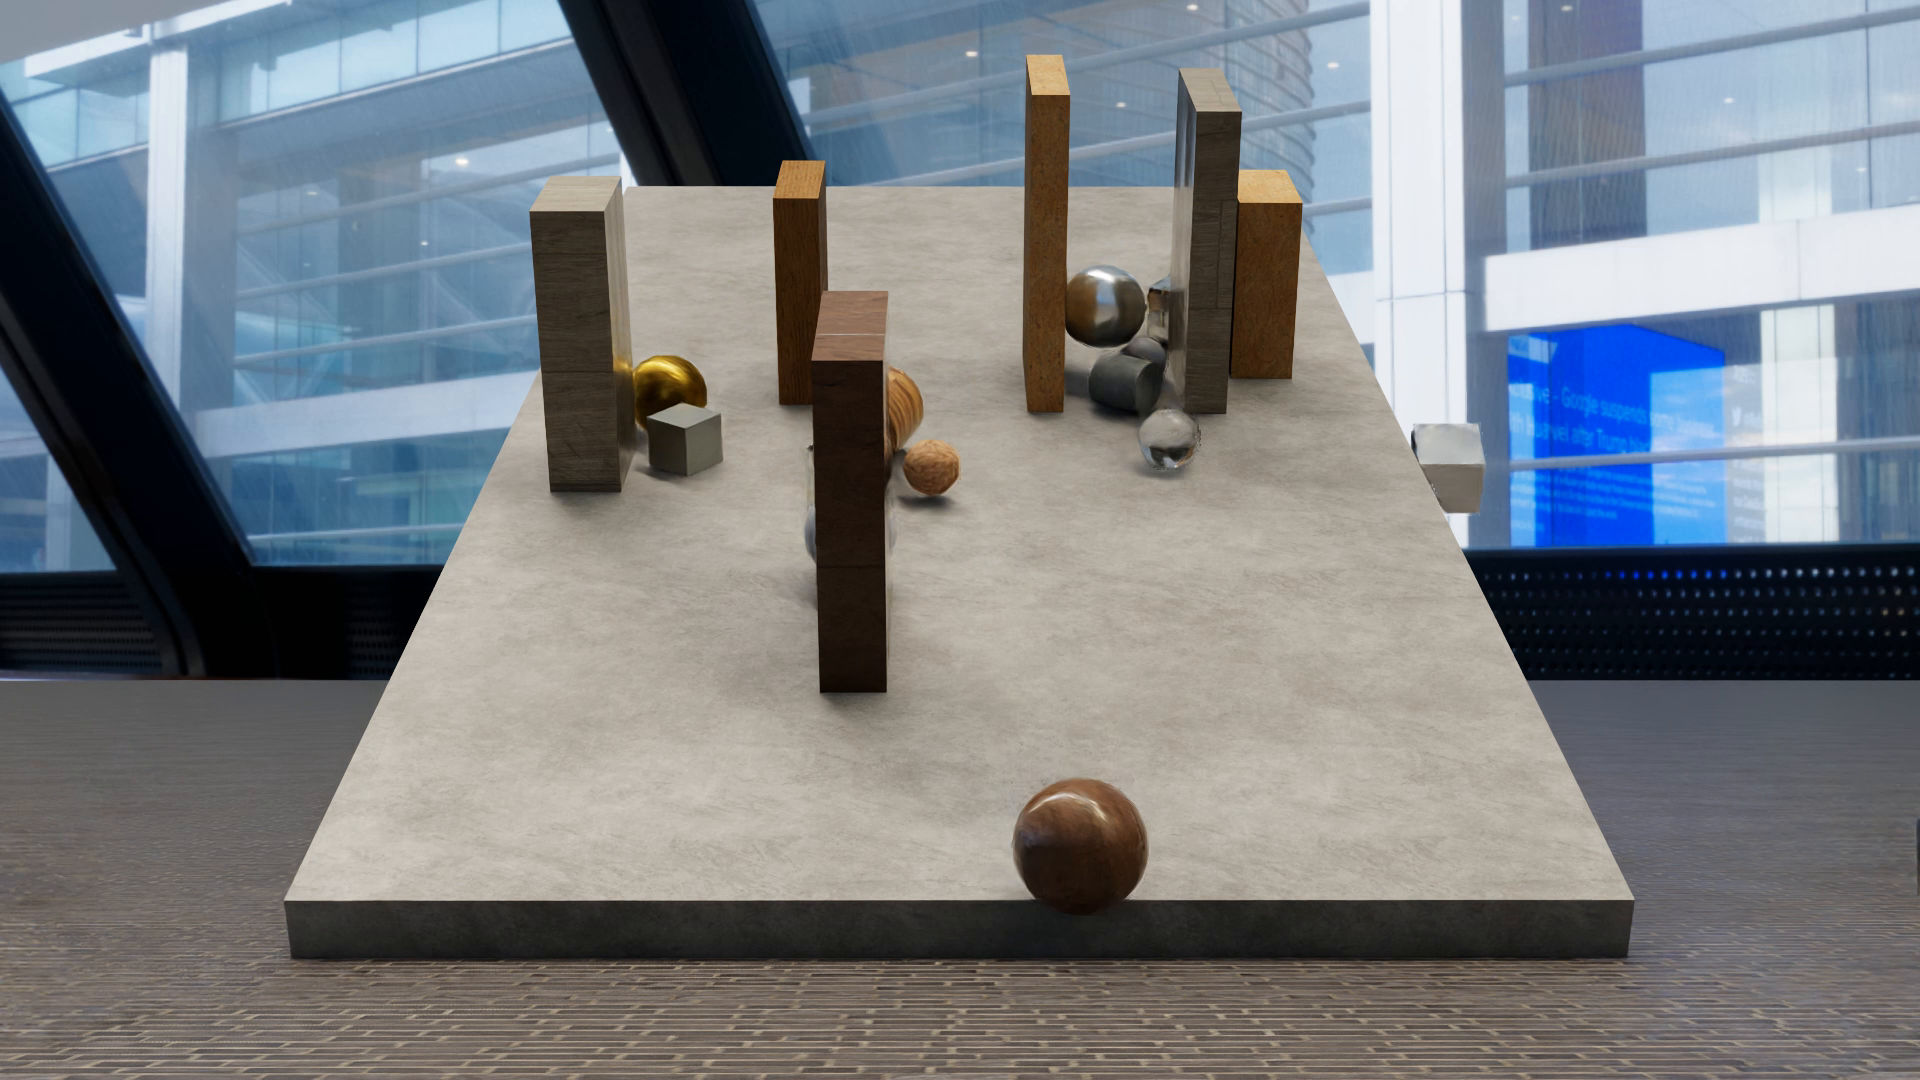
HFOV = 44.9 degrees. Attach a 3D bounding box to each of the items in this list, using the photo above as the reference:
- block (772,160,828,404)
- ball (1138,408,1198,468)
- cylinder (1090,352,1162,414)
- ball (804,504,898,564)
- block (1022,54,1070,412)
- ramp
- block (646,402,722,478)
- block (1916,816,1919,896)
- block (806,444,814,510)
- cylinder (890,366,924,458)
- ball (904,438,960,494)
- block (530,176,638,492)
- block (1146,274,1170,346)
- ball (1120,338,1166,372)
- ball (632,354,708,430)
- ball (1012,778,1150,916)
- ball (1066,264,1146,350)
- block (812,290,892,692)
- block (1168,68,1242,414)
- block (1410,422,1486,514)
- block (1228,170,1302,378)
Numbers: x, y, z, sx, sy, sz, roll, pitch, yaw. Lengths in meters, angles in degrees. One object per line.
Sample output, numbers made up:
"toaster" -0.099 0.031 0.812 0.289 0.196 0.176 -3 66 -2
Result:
"block" -0.367 -0.602 5.407 0.101 0.488 0.329 0 24 0
"ball" 0.448 -0.218 4.987 0.129 0.129 0.129 0 -3 0
"cylinder" 0.379 -0.360 5.318 0.121 0.121 0.121 16 6 33
"ball" -0.209 -0.015 4.429 0.180 0.180 0.180 0 -3 0
"block" 0.195 -0.709 5.352 0.083 0.731 0.407 0 24 0
"ramp" -0.008 -0.228 5.289 2.000 0.100 4.000 0 24 0
"block" -0.592 -0.216 4.995 0.112 0.112 0.112 17 29 33
"block" 1.927 0.602 4.400 0.151 0.151 0.151 2 -4 -26
"block" -0.231 -0.138 4.798 0.130 0.130 0.130 10 26 21
"cylinder" -0.196 -0.262 5.011 0.186 0.186 0.186 -1 22 19
"ball" -0.059 -0.152 4.811 0.117 0.117 0.117 0 -3 0
"block" -0.785 -0.432 4.874 0.149 0.606 0.270 0 24 0
"block" 0.558 -0.566 5.760 0.142 0.142 0.142 13 27 27
"ball" 0.431 -0.423 5.473 0.111 0.111 0.111 0 -3 0
"ball" -0.651 -0.321 5.151 0.180 0.180 0.180 0 -3 0
"ball" 0.175 0.446 3.388 0.200 0.200 0.200 0 -3 0
"ball" 0.337 -0.548 5.480 0.203 0.203 0.203 0 -3 0
"block" -0.186 -0.089 4.093 0.117 0.611 0.374 0 24 0
"block" 0.559 -0.695 5.362 0.098 0.698 0.431 0 24 0
"block" 1.121 -0.166 5.363 0.148 0.148 0.148 0 41 4
"block" 0.716 -0.640 5.572 0.145 0.429 0.295 0 24 0
